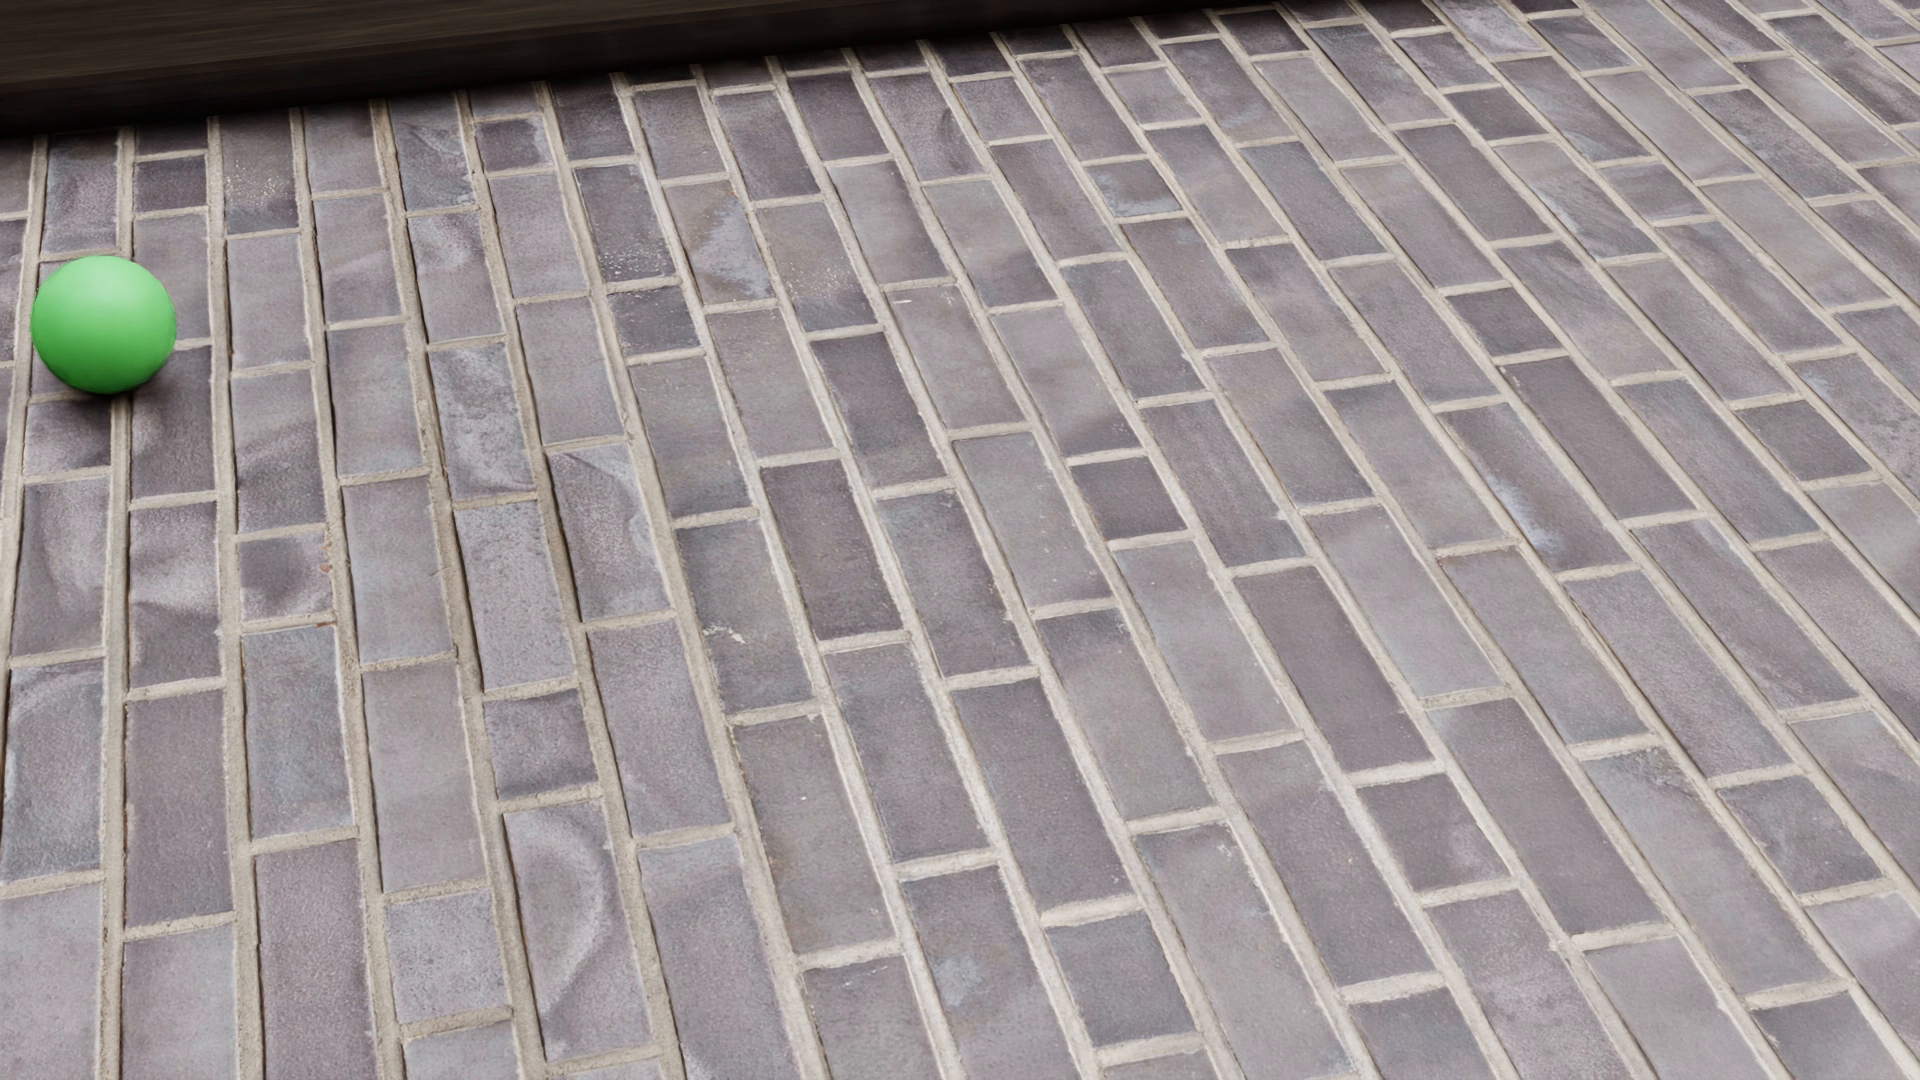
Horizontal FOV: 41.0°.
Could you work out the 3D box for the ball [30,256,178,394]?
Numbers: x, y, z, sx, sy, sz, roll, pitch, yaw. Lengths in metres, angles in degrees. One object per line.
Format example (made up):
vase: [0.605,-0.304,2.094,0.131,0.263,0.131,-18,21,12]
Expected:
ball: [-0.589,-0.148,1.766,0.095,0.095,0.095,0,36,0]

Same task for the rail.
rail: [0.503,-0.558,2.308,2.853,0.124,0.045,-8,37,-12]
